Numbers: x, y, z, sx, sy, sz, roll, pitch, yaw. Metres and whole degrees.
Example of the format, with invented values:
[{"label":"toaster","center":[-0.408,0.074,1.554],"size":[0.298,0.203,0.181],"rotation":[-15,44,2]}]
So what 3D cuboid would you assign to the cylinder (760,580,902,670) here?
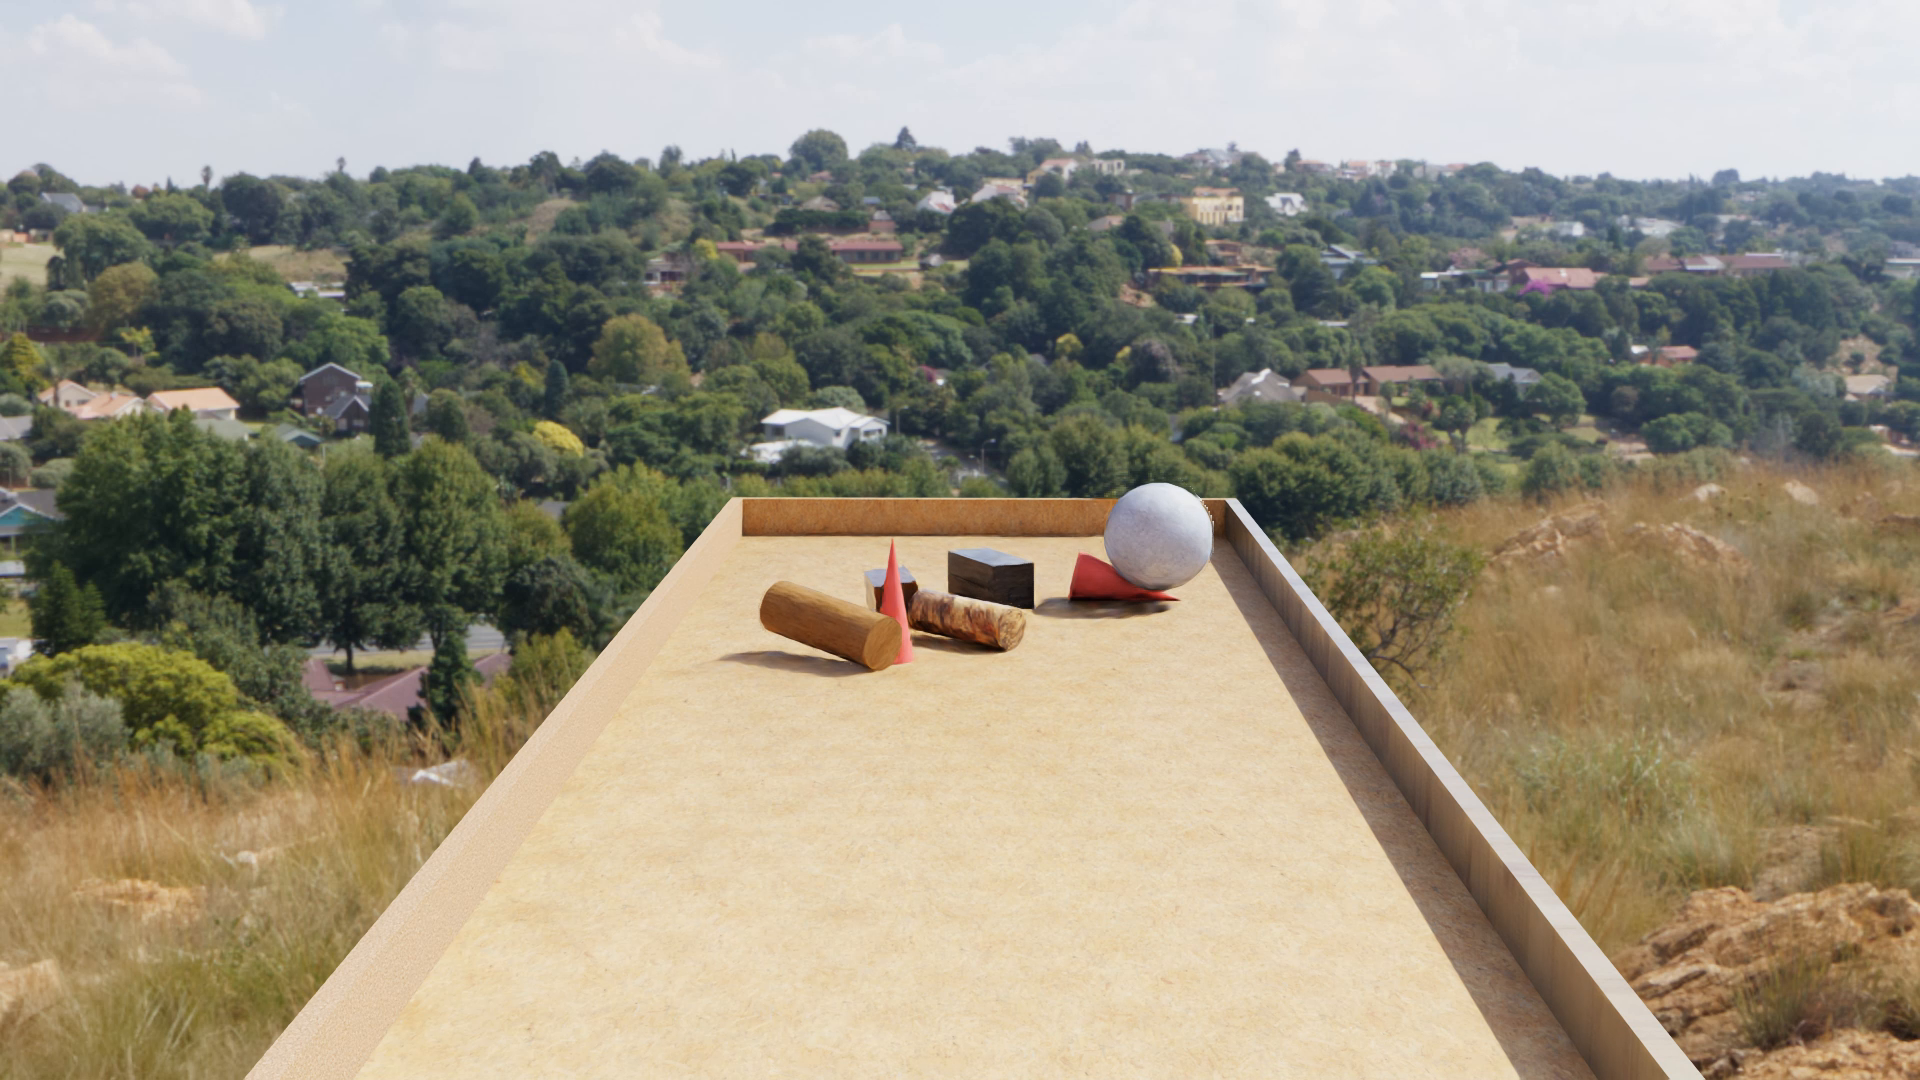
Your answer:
[{"label":"cylinder","center":[-0.393,0.257,6.673],"size":[0.442,0.166,0.166],"rotation":[17,18,38]}]

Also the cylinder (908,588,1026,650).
[{"label":"cylinder","center":[0.018,0.250,6.940],"size":[0.367,0.136,0.136],"rotation":[10,13,37]}]

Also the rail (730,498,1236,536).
[{"label":"rail","center":[0.099,-0.098,9.147],"size":[2.100,0.150,0.050],"rotation":[0,9,1]}]

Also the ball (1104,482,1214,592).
[{"label":"ball","center":[0.683,-0.011,7.568],"size":[0.374,0.374,0.374],"rotation":[0,9,0]}]

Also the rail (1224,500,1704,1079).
[{"label":"rail","center":[1.046,0.843,3.208],"size":[0.050,0.150,12.000],"rotation":[0,9,1]}]

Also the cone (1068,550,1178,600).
[{"label":"cone","center":[0.587,0.166,7.679],"size":[0.381,0.180,0.180],"rotation":[13,9,-1]}]

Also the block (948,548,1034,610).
[{"label":"block","center":[0.105,0.136,7.644],"size":[0.159,0.159,0.363],"rotation":[-4,10,-25]}]

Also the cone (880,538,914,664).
[{"label":"cone","center":[-0.204,0.176,6.674],"size":[0.128,0.384,0.128],"rotation":[0,9,0]}]

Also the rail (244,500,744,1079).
[{"label":"rail","center":[-1.004,0.839,3.234],"size":[0.050,0.150,12.000],"rotation":[0,9,1]}]

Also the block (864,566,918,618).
[{"label":"block","center":[-0.227,0.189,7.323],"size":[0.141,0.141,0.305],"rotation":[-8,10,-8]}]
